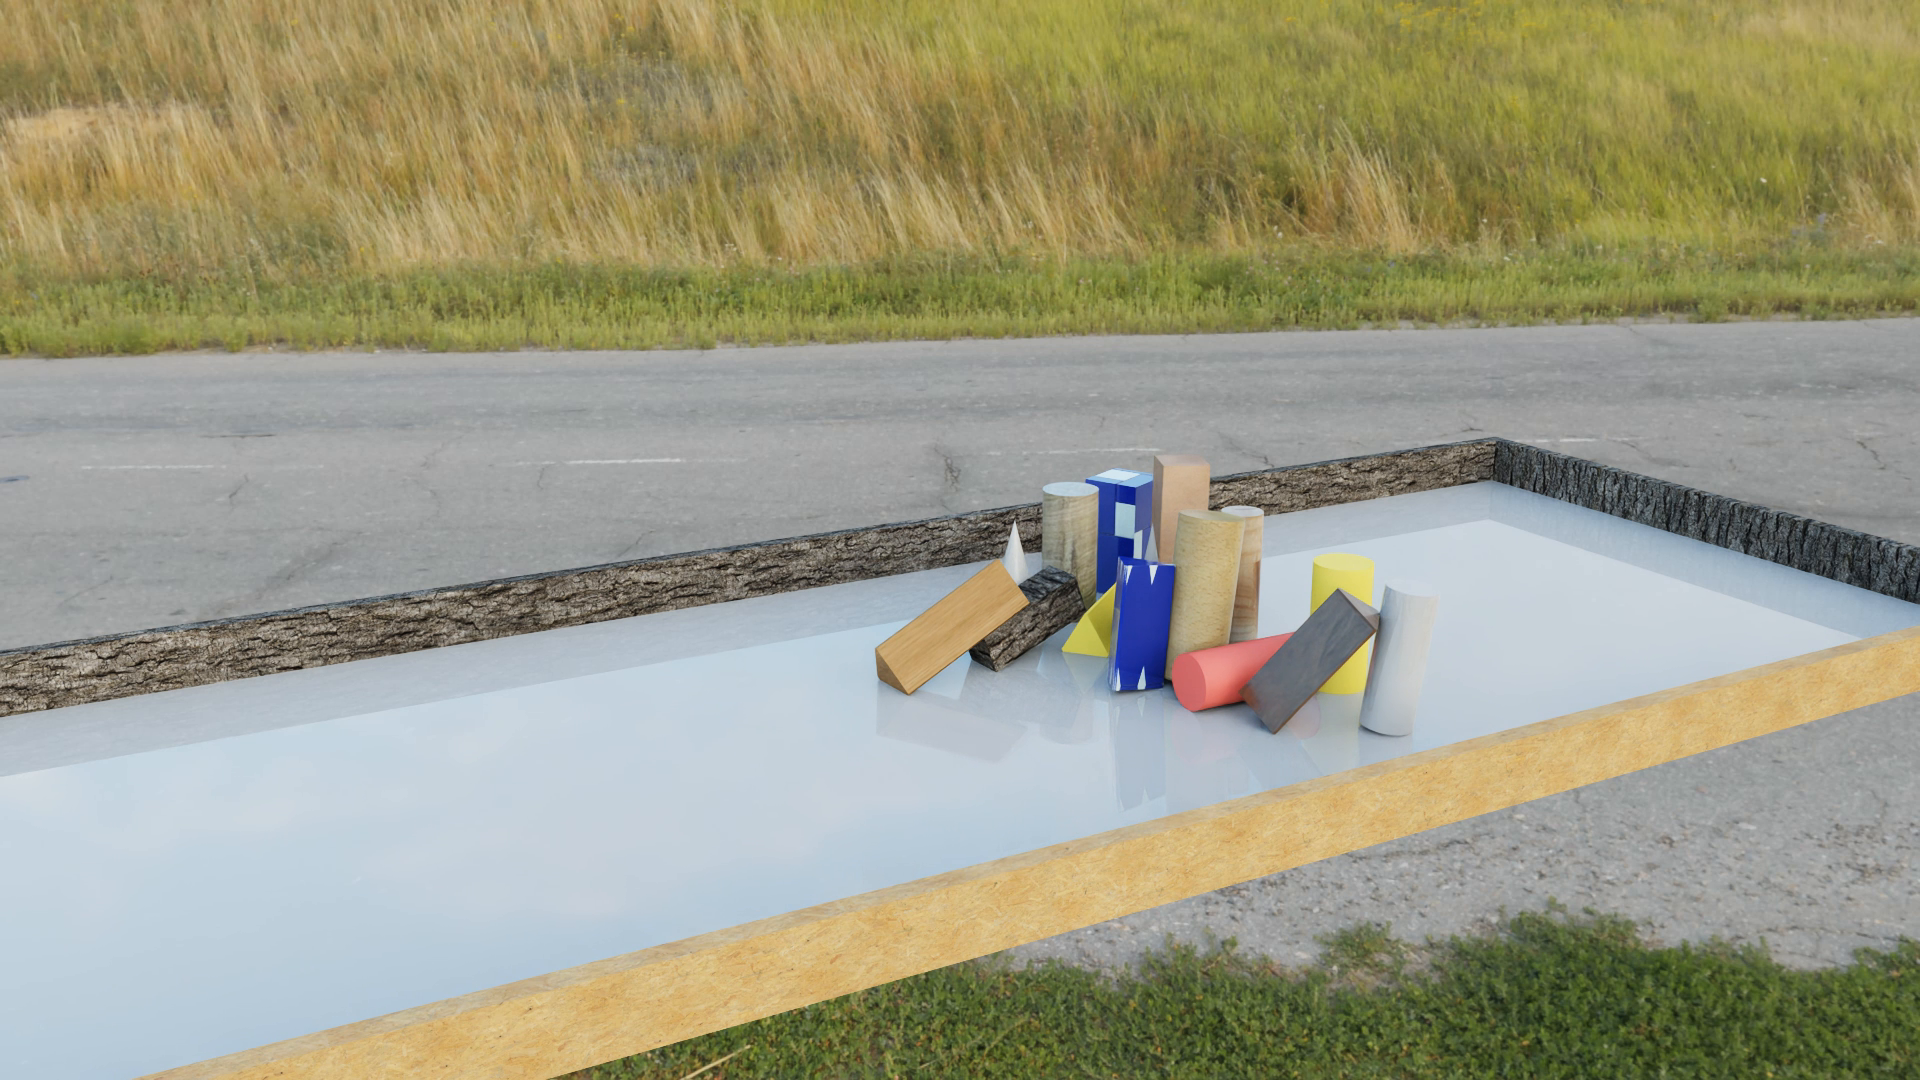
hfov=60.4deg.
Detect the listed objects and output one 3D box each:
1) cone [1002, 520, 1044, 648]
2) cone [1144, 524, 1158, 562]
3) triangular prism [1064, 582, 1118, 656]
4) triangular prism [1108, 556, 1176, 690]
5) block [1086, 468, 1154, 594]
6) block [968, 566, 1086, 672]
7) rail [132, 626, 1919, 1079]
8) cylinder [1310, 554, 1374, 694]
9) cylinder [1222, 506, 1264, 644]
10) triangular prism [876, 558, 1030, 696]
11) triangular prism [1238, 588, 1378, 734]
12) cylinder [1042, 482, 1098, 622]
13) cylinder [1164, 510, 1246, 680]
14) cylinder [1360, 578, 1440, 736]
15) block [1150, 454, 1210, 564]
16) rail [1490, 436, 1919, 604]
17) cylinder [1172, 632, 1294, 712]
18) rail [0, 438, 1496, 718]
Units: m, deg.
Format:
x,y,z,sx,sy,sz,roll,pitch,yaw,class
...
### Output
x,y,z,sx,sy,sz,roll,pitch,yaw,class
0.145,0.106,4.403,0.173,0.332,0.173,0,16,0,cone
0.501,0.119,4.338,0.126,0.345,0.126,0,16,0,cone
0.401,0.194,4.493,0.125,0.109,0.396,6,17,21,triangular prism
0.421,0.204,4.098,0.149,0.310,0.129,0,9,-31,triangular prism
0.479,-0.021,4.831,0.166,0.335,0.166,11,20,34,block
0.165,0.202,4.288,0.308,0.114,0.114,-32,29,-24,block
-2.336,1.006,1.665,12.000,0.150,0.050,-9,18,-27,rail
0.941,0.206,4.084,0.147,0.319,0.147,0,17,0,cylinder
0.727,0.111,4.296,0.109,0.385,0.109,0,16,0,cylinder
-0.035,0.206,4.149,0.403,0.123,0.142,-36,31,-22,triangular prism
0.829,0.284,3.831,0.116,0.348,0.134,8,38,-52,triangular prism
0.306,0.034,4.595,0.155,0.363,0.155,0,17,0,cylinder
0.601,0.142,4.106,0.165,0.413,0.165,6,10,-1,cylinder
1.015,0.270,3.812,0.125,0.340,0.125,6,17,-2,cylinder
0.607,-0.007,4.593,0.129,0.442,0.129,-1,16,-5,block
2.466,-0.048,5.253,0.050,0.150,2.100,-9,18,-27,rail
0.704,0.318,4.025,0.354,0.141,0.141,-8,18,-26,cylinder
-3.305,0.497,3.399,12.000,0.150,0.050,-9,18,-27,rail
